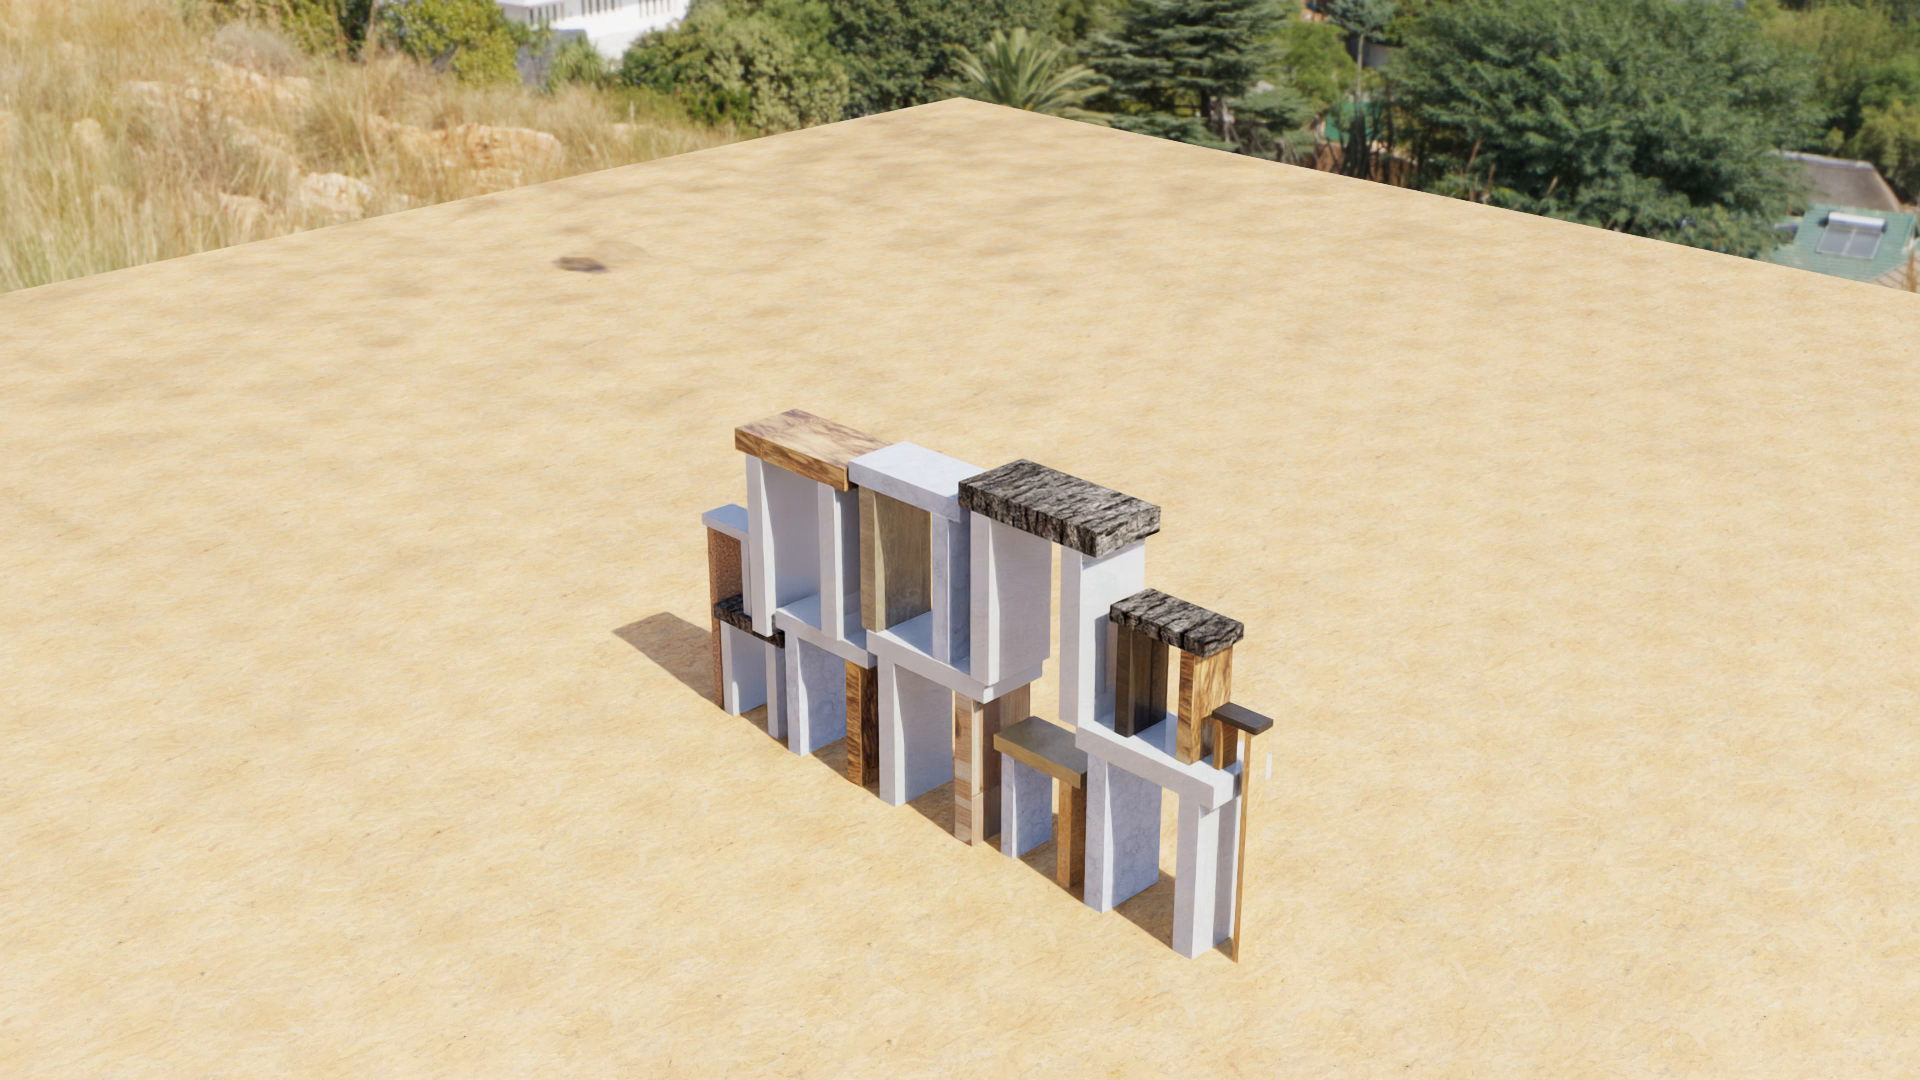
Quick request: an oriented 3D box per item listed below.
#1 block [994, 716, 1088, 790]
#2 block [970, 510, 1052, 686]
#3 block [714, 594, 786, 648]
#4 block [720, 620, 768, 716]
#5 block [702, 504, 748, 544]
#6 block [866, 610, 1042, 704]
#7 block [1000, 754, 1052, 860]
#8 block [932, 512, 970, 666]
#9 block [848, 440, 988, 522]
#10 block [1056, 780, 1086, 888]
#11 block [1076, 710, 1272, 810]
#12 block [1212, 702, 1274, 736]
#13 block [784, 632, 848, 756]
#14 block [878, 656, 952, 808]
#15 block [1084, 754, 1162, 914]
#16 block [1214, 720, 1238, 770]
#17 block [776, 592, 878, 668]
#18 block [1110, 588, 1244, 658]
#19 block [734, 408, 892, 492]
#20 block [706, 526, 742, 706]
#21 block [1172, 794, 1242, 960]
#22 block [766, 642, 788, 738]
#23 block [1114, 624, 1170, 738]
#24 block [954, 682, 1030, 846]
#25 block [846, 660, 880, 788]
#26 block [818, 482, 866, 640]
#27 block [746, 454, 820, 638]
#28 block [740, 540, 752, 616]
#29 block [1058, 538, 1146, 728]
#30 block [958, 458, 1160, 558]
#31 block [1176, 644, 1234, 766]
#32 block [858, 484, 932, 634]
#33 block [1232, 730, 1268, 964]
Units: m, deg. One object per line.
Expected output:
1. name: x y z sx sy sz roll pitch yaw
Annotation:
1. block: 0.184 0.403 4.196 0.224 0.032 0.112 21 31 41
2. block: 0.097 0.087 4.158 0.049 0.343 0.171 21 31 40
3. block: -0.417 0.169 4.748 0.224 0.032 0.112 21 31 41
4. block: -0.470 0.266 4.847 0.032 0.224 0.112 21 31 41
5. block: -0.467 -0.034 4.718 0.085 0.024 0.171 -21 31 -40
6. block: -0.013 0.223 4.337 0.328 0.046 0.164 21 31 41
7. block: 0.131 0.500 4.294 0.032 0.224 0.112 21 31 41
8. block: 0.016 0.074 4.238 0.043 0.305 0.153 21 31 41
9. block: -0.055 -0.115 4.237 0.305 0.043 0.153 21 31 41
10. block: 0.237 0.542 4.197 0.032 0.224 0.112 21 31 41
11. block: 0.383 0.381 3.974 0.162 0.046 0.324 -21 31 -40
12. block: 0.490 0.310 3.817 0.097 0.014 0.049 21 31 40
13. block: -0.302 0.306 4.679 0.040 0.283 0.141 21 31 41
14. block: -0.090 0.365 4.481 0.046 0.328 0.164 21 31 41
15. block: 0.307 0.522 4.117 0.162 0.324 0.046 -21 31 -41
16. block: 0.467 0.352 3.860 0.049 0.097 0.014 -21 31 -40
17. block: -0.236 0.183 4.554 0.283 0.040 0.141 21 31 41
18. block: 0.381 0.145 3.878 0.108 0.031 0.217 -21 31 -40
19. block: -0.285 -0.185 4.456 0.334 0.047 0.167 21 31 41
20. block: -0.507 0.158 4.843 0.024 0.427 0.085 21 31 41
21. block: 0.460 0.581 3.976 0.046 0.324 0.162 21 31 41
22. block: -0.364 0.307 4.750 0.032 0.224 0.112 21 31 41
23. block: 0.330 0.239 3.973 0.108 0.217 0.031 -21 31 -40
24. block: 0.064 0.425 4.339 0.164 0.328 0.046 -21 31 -41
25. block: -0.169 0.358 4.556 0.040 0.283 0.141 21 31 41
26. block: -0.206 0.021 4.458 0.047 0.334 0.167 21 31 41
27. block: -0.363 -0.010 4.616 0.047 0.401 0.167 21 31 41
28. block: -0.426 0.071 4.719 0.024 0.171 0.086 21 31 41
29. block: 0.259 0.152 4.011 0.171 0.347 0.049 -21 30 -40
30. block: 0.179 -0.062 4.008 0.171 0.049 0.343 -21 31 -40
31. block: 0.431 0.279 3.878 0.108 0.217 0.031 -21 31 -41
32. block: -0.127 0.018 4.371 0.043 0.305 0.153 21 31 41
33. block: 0.513 0.540 3.890 0.014 0.467 0.049 21 31 41
